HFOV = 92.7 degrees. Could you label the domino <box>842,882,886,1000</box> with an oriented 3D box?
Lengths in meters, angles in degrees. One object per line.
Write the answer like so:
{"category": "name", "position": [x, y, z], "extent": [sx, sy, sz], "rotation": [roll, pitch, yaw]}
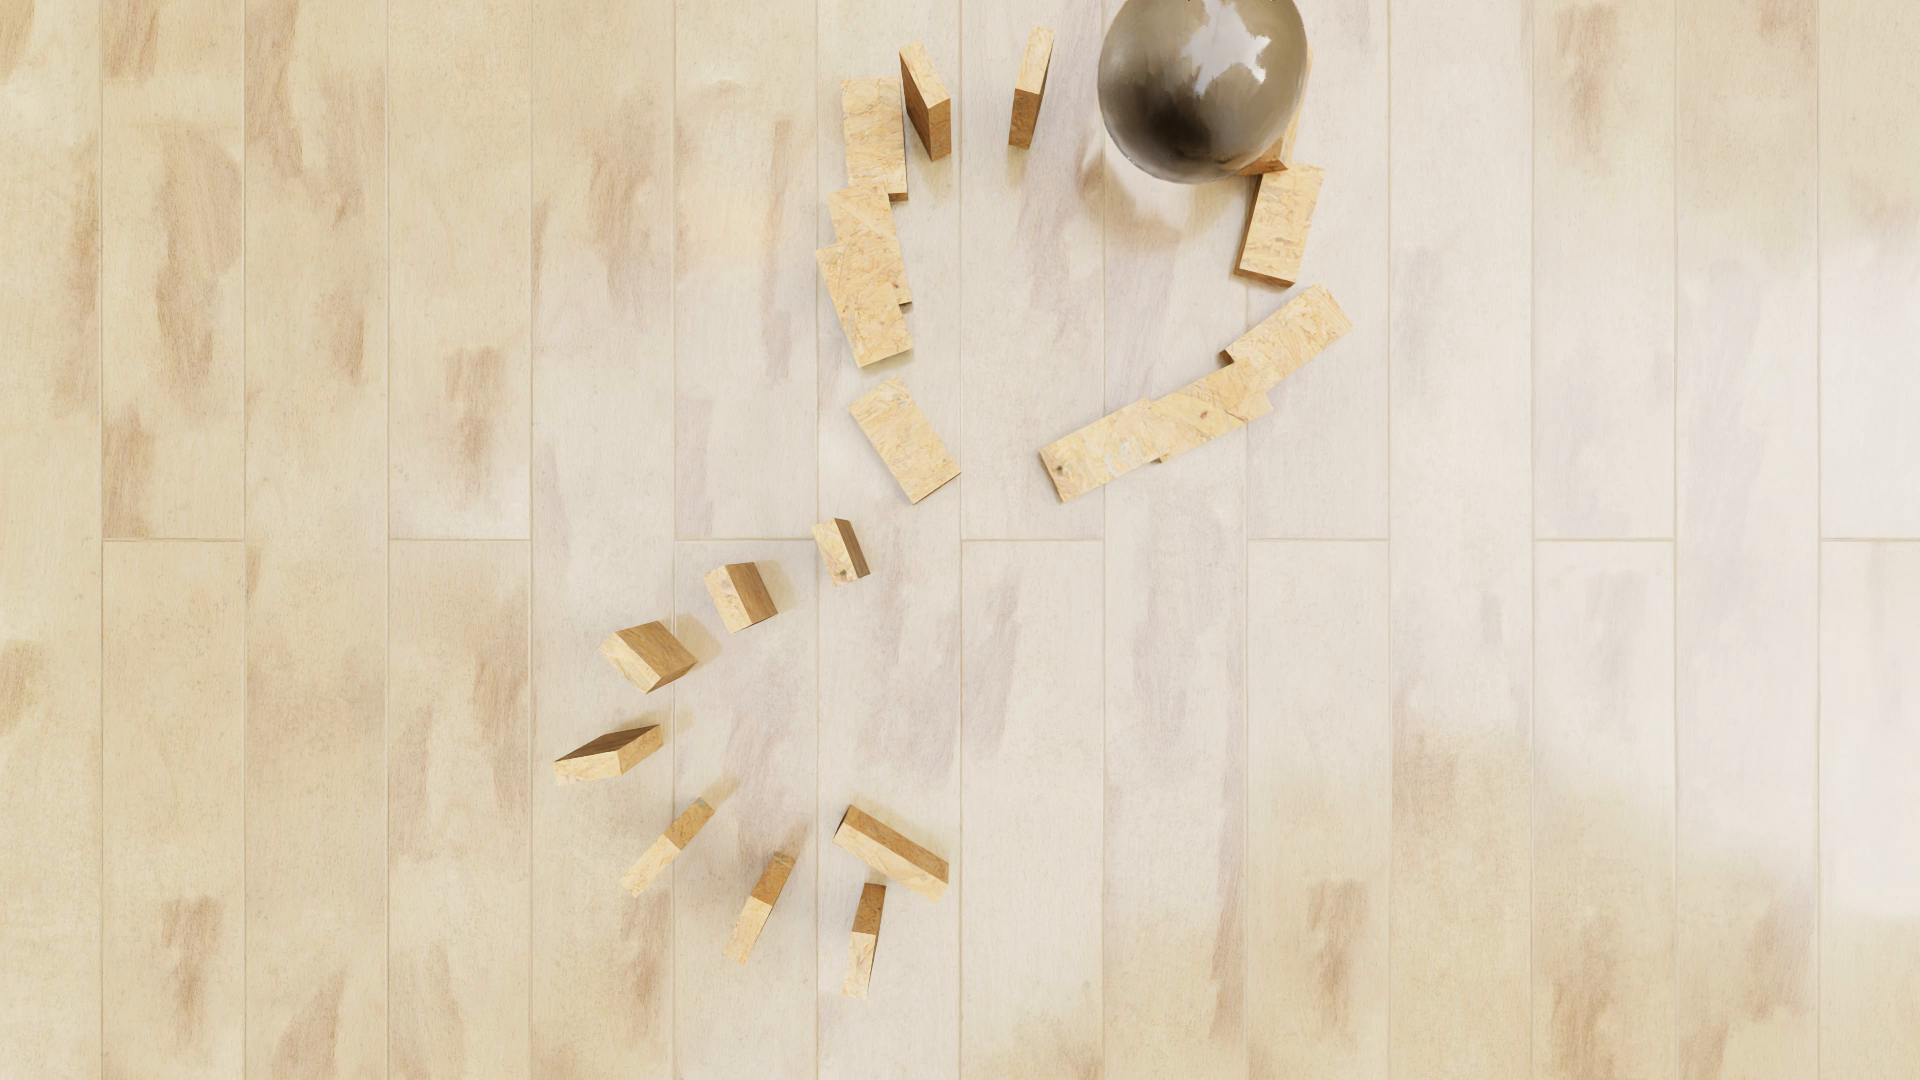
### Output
{"category": "domino", "position": [-0.039, 0.163, 0.375], "extent": [0.009, 0.050, 0.025], "rotation": [9, 90, 0]}

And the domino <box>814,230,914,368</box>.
{"category": "domino", "position": [-0.040, -0.101, 0.385], "extent": [0.025, 0.009, 0.050], "rotation": [-20, 102, 2]}

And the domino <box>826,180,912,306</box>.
{"category": "domino", "position": [-0.038, -0.124, 0.390], "extent": [0.025, 0.010, 0.050], "rotation": [-13, 102, 0]}

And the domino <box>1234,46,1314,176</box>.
{"category": "domino", "position": [0.131, -0.182, 0.388], "extent": [0.025, 0.010, 0.050], "rotation": [12, 90, 43]}

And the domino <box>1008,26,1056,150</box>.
{"category": "domino", "position": [0.029, -0.184, 0.375], "extent": [0.010, 0.050, 0.025], "rotation": [15, 90, 0]}

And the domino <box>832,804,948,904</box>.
{"category": "domino", "position": [-0.029, 0.132, 0.388], "extent": [0.050, 0.025, 0.009], "rotation": [31, 90, 0]}

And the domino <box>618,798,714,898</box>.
{"category": "domino", "position": [-0.119, 0.125, 0.375], "extent": [0.009, 0.050, 0.025], "rotation": [43, 90, 0]}

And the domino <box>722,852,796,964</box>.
{"category": "domino", "position": [-0.081, 0.149, 0.375], "extent": [0.010, 0.050, 0.025], "rotation": [26, 90, 0]}

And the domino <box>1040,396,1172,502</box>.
{"category": "domino", "position": [0.062, -0.038, 0.390], "extent": [0.050, 0.010, 0.025], "rotation": [-26, 90, 12]}

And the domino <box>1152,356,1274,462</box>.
{"category": "domino", "position": [0.104, -0.055, 0.390], "extent": [0.050, 0.010, 0.025], "rotation": [-26, 90, 12]}

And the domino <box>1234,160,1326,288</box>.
{"category": "domino", "position": [0.137, -0.137, 0.395], "extent": [0.025, 0.010, 0.050], "rotation": [14, 90, 0]}

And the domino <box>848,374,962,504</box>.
{"category": "domino", "position": [-0.024, -0.043, 0.395], "extent": [0.025, 0.010, 0.050], "rotation": [-34, 90, 0]}

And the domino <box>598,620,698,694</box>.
{"category": "domino", "position": [-0.126, 0.047, 0.375], "extent": [0.025, 0.050, 0.010], "rotation": [45, 90, 0]}

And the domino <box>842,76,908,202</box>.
{"category": "domino", "position": [-0.037, -0.172, 0.395], "extent": [0.025, 0.010, 0.050], "rotation": [-4, 90, 0]}

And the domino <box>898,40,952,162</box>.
{"category": "domino", "position": [-0.014, -0.178, 0.375], "extent": [0.010, 0.050, 0.025], "rotation": [-27, 90, 0]}

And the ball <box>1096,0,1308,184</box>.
{"category": "ball", "position": [0.094, -0.182, 0.360], "extent": [0.080, 0.080, 0.080], "rotation": [0, 90, 0]}

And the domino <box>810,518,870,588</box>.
{"category": "domino", "position": [-0.048, 0.005, 0.375], "extent": [0.009, 0.050, 0.025], "rotation": [-22, 90, 0]}

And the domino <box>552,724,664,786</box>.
{"category": "domino", "position": [-0.143, 0.087, 0.375], "extent": [0.025, 0.050, 0.009], "rotation": [-10, 90, 0]}

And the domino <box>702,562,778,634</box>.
{"category": "domino", "position": [-0.089, 0.023, 0.375], "extent": [0.009, 0.050, 0.025], "rotation": [-26, 90, 0]}

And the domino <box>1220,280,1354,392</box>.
{"category": "domino", "position": [0.141, -0.086, 0.395], "extent": [0.050, 0.010, 0.025], "rotation": [-36, 90, 0]}

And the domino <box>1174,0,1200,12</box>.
{"category": "domino", "position": [0.098, -0.256, 0.388], "extent": [0.010, 0.025, 0.050], "rotation": [0, 90, 0]}
